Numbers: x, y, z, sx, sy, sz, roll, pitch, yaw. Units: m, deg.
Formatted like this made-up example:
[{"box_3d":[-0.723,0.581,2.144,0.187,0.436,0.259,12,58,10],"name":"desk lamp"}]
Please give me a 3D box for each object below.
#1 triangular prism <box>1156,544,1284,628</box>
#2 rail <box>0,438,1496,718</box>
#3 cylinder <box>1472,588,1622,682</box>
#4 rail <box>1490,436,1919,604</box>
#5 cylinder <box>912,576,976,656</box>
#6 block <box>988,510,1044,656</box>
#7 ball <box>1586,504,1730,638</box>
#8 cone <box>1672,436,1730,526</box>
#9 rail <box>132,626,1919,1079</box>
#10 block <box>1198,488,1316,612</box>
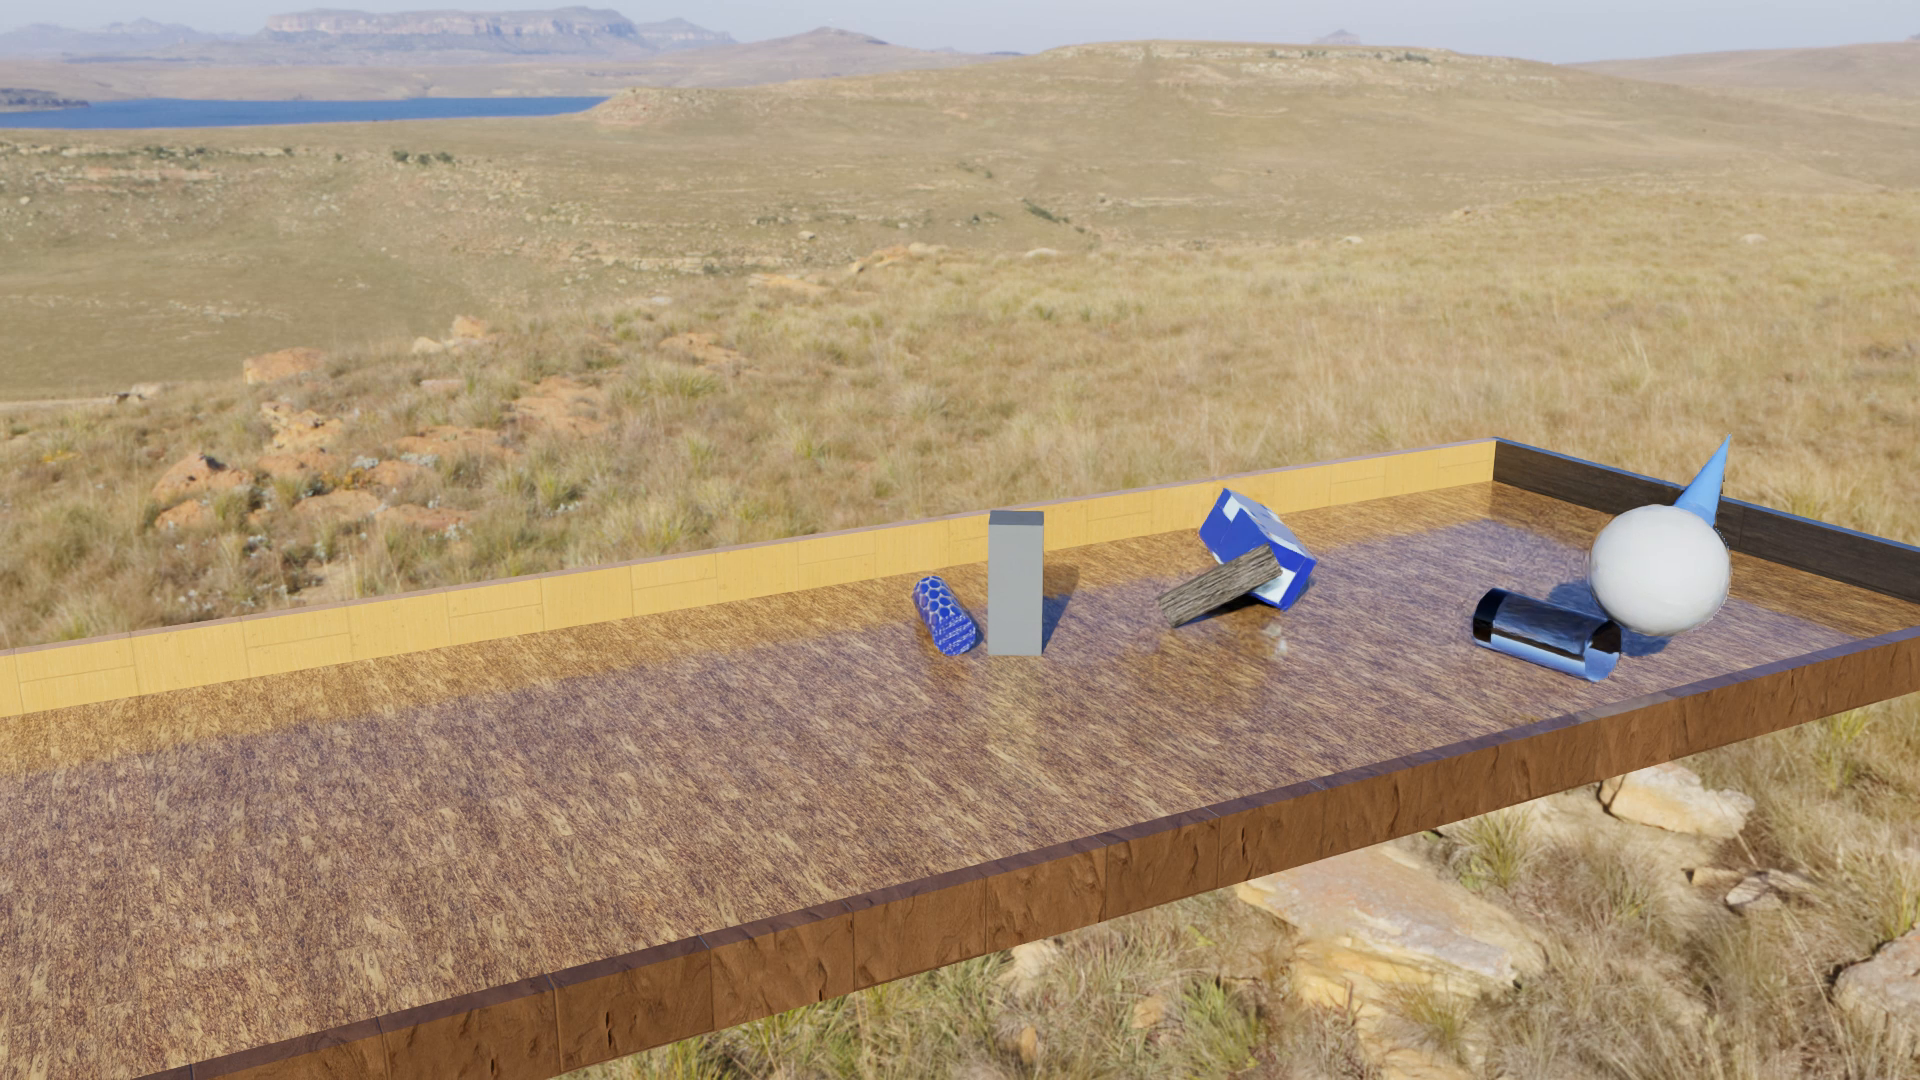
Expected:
[{"box_3d":[0.699,0.108,4.495,0.337,0.089,0.102,-27,47,10],"name":"triangular prism"},{"box_3d":[-3.305,0.497,3.399,12.000,0.150,0.050,-9,18,-27],"name":"rail"},{"box_3d":[1.508,0.241,4.246,0.161,0.161,0.329,-12,20,-35],"name":"cylinder"},{"box_3d":[2.466,-0.048,5.253,0.050,0.150,2.100,-9,18,-27],"name":"rail"},{"box_3d":[-0.047,0.202,4.468,0.113,0.113,0.333,-3,17,-11],"name":"cylinder"},{"box_3d":[0.147,0.112,4.343,0.141,0.355,0.141,1,16,3],"name":"block"},{"box_3d":[1.691,0.074,3.999,0.321,0.321,0.321,0,16,0],"name":"ball"},{"box_3d":[2.418,-0.210,5.305,0.136,0.136,0.439,12,48,36],"name":"cone"},{"box_3d":[-2.336,1.006,1.665,12.000,0.150,0.050,-9,18,-27],"name":"rail"},{"box_3d":[0.862,0.022,4.818,0.167,0.167,0.432,24,16,-16],"name":"block"}]
